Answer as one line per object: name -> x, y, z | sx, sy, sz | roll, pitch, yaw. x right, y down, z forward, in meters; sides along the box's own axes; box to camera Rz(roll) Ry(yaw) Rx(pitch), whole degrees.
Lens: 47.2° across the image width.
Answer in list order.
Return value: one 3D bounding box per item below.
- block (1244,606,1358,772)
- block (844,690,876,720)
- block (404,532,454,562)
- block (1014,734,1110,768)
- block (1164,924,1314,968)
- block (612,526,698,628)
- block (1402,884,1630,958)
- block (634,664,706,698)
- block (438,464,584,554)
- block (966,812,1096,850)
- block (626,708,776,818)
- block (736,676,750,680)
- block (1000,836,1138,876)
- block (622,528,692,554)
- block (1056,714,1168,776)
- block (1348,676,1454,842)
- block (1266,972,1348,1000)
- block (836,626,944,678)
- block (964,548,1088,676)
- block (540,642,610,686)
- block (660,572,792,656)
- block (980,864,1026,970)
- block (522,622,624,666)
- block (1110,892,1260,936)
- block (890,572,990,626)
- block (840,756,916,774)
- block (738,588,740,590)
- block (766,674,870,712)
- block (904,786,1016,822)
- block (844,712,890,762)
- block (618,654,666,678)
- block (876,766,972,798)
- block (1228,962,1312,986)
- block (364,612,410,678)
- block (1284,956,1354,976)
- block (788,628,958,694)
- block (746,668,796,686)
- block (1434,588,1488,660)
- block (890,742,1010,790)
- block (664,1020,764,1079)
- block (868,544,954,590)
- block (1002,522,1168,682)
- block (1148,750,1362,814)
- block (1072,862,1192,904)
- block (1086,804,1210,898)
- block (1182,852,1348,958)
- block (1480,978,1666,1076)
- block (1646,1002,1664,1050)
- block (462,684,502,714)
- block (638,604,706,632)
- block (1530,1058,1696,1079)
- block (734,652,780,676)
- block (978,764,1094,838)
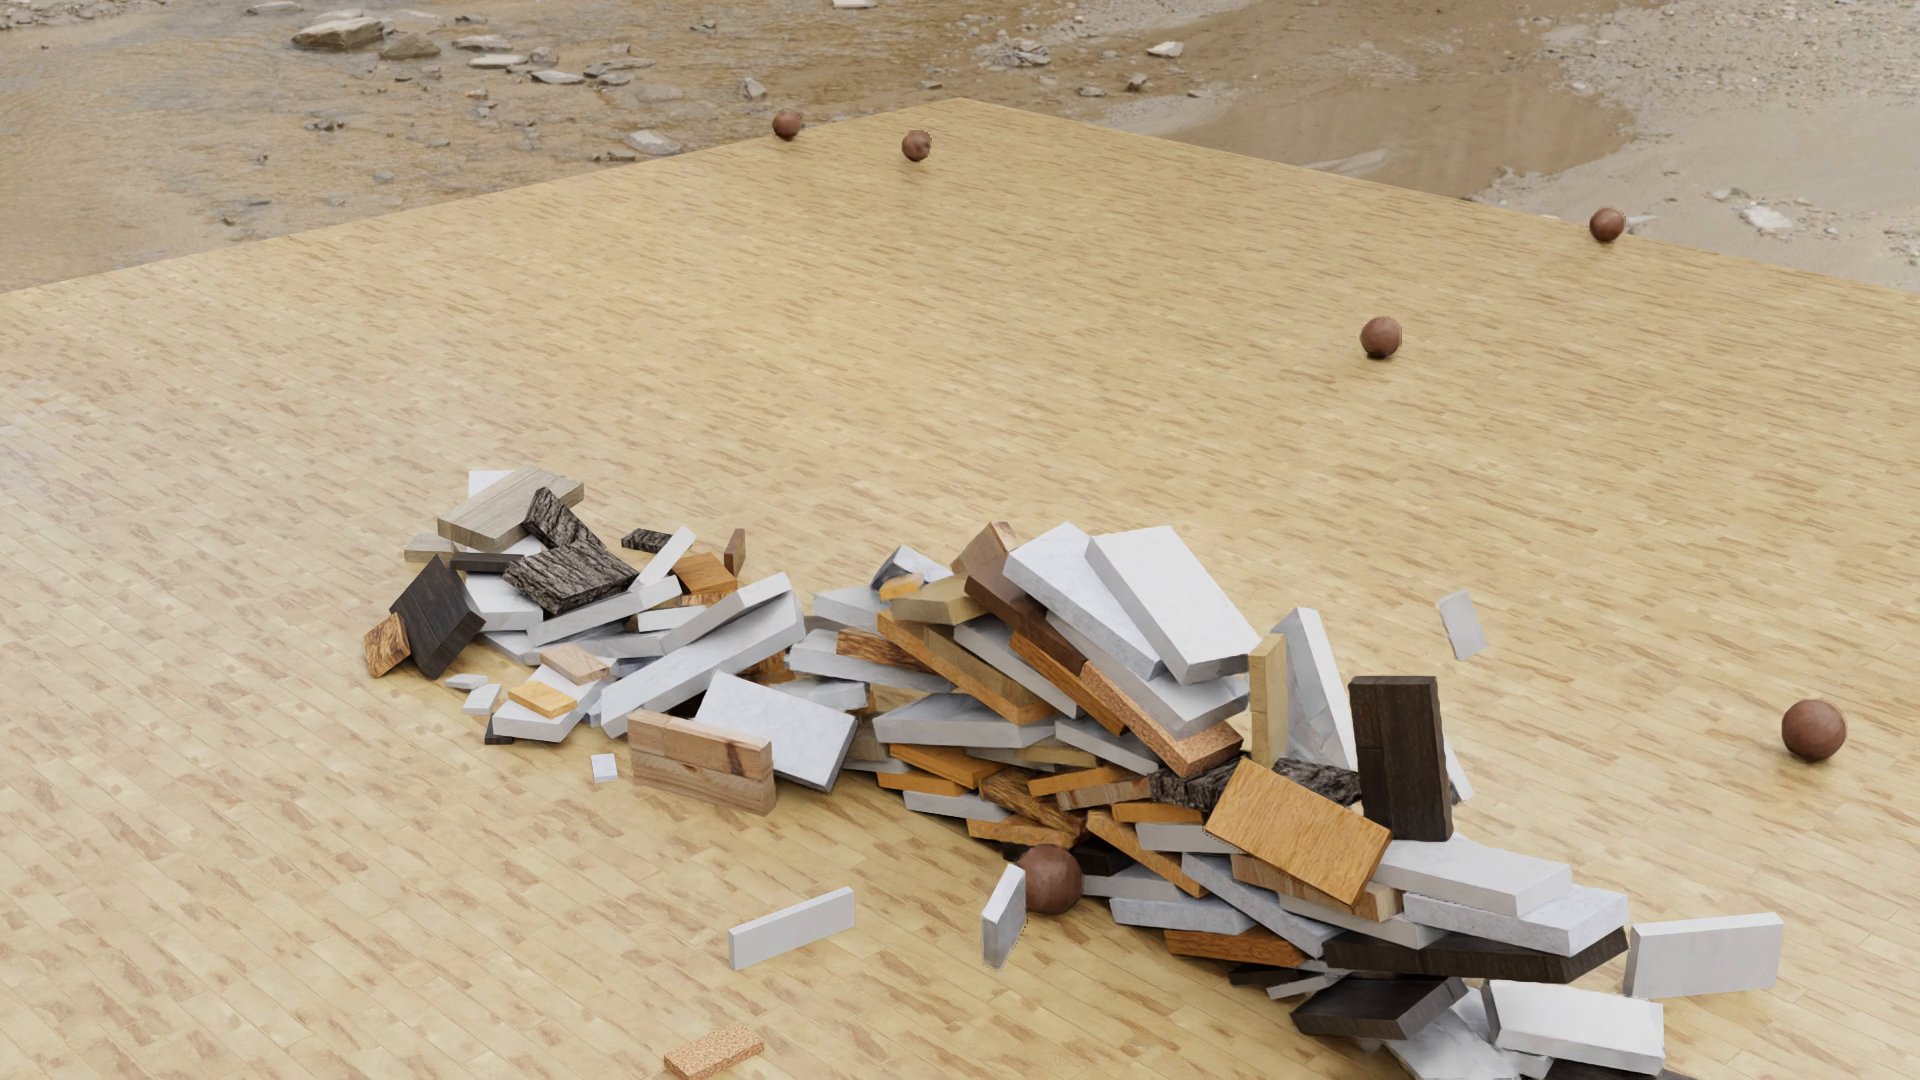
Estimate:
block -> 0.615, 0.315, 3.938 | 0.050, 0.177, 0.354 | 13, 47, -30
block -> -0.342, 0.360, 4.753 | 0.155, 0.044, 0.310 | -22, 16, -41
block -> -1.297, 0.022, 5.665 | 0.236, 0.033, 0.118 | 2, 23, 5
block -> 0.218, 0.387, 4.142 | 0.114, 0.032, 0.228 | -19, 12, -38
block -> 0.529, 0.693, 3.899 | 0.161, 0.046, 0.322 | -18, 6, -35
block -> -0.752, 0.097, 5.327 | 0.047, 0.165, 0.330 | 38, 25, -5
block -> 0.860, 0.571, 3.415 | 0.154, 0.044, 0.308 | -18, 14, -38
block -> -0.619, 0.303, 4.837 | 0.193, 0.096, 0.027 | -19, -20, 18
block -> -1.119, -0.079, 5.495 | 0.177, 0.050, 0.355 | 19, 32, 22
block -> 0.154, 0.549, 4.288 | 0.134, 0.038, 0.268 | -21, 14, -40
block -> -0.528, 0.453, 4.487 | 0.316, 0.158, 0.045 | 11, 30, 24
block -> -0.552, 0.302, 4.946 | 0.187, 0.027, 0.094 | -4, 16, 39
block -> 0.229, 0.586, 4.225 | 0.142, 0.040, 0.284 | -21, 14, -40
block -> -0.788, 0.007, 5.714 | 0.164, 0.023, 0.082 | 11, 25, 23
block -> 0.307, 0.364, 4.020 | 0.124, 0.035, 0.248 | -21, 30, -40
block -> 0.716, 0.355, 3.572 | 0.135, 0.270, 0.038 | -2, 16, 28
block -> 0.610, 0.762, 3.821 | 0.077, 0.022, 0.154 | -21, -6, -37
block -> -0.062, 0.232, 4.612 | 0.350, 0.050, 0.175 | 11, 13, 22
block -> 0.158, 0.131, 4.045 | 0.281, 0.040, 0.140 | 37, 42, 24
block -> -0.857, 0.276, 4.892 | 0.081, 0.023, 0.162 | -19, 29, -36
block -> -0.511, 0.162, 4.789 | 0.297, 0.042, 0.149 | -31, -5, 42
block -> 0.076, 0.647, 3.767 | 0.030, 0.211, 0.106 | 23, 61, 16
block -> -0.898, 0.240, 5.112 | 0.107, 0.030, 0.214 | -5, 14, 43
block -> 0.440, 0.657, 4.003 | 0.161, 0.046, 0.322 | -19, 7, -37
block -> -0.006, 0.112, 4.267 | 0.161, 0.046, 0.321 | -19, 7, -20
block -> -0.161, 0.444, 4.584 | 0.118, 0.034, 0.237 | -22, 14, -41
block -> -0.502, 0.156, 5.363 | 0.166, 0.024, 0.083 | 11, 25, 24
block -> -0.349, 0.338, 4.648 | 0.310, 0.044, 0.155 | -11, 12, 2
block -> 0.026, 0.512, 4.412 | 0.134, 0.038, 0.268 | -21, 15, -40
block -> -0.214, 0.408, 4.625 | 0.155, 0.044, 0.310 | -21, 14, -40
block -> -0.632, 0.267, 4.941 | 0.333, 0.027, 0.096 | -7, 14, 29
block -> -0.047, 0.477, 4.476 | 0.118, 0.034, 0.237 | -21, 15, -40
block -> 0.555, 0.754, 3.865 | 0.154, 0.022, 0.077 | -16, 3, 45
block -> -1.328, 0.242, 5.094 | 0.096, 0.027, 0.193 | -37, 29, -2
block -> 0.629, 0.714, 3.768 | 0.077, 0.022, 0.154 | -18, 6, -33
block -> -0.169, 0.258, 4.676 | 0.350, 0.050, 0.175 | 9, 12, 12
block -> -0.459, 0.322, 4.866 | 0.187, 0.027, 0.094 | -14, 7, 46
block -> 0.809, 0.137, 3.545 | 0.053, 0.105, 0.015 | -25, 16, -3
block -> -0.017, 0.431, 4.425 | 0.118, 0.034, 0.237 | -21, 27, -41
block -> -0.414, 0.863, 3.699 | 0.151, 0.021, 0.076 | -18, 29, -36
block -> -0.092, 0.094, 4.676 | 0.155, 0.044, 0.310 | 29, -15, -5
block -> 0.264, 0.107, 3.959 | 0.346, 0.049, 0.173 | 37, 41, 25
block -> 0.505, 0.424, 3.783 | 0.170, 0.048, 0.340 | -18, 14, -36
block -> 0.356, 0.624, 4.099 | 0.142, 0.040, 0.284 | -19, 7, -37
block -> 0.383, 0.549, 4.026 | 0.142, 0.040, 0.284 | -19, 33, -37
block -> 0.557, 0.603, 3.826 | 0.161, 0.046, 0.322 | -18, 32, -35
block -> 0.991, 0.783, 3.563 | 0.271, 0.038, 0.135 | 11, 29, -3
block -> 1.063, 0.826, 3.765 | 0.266, 0.038, 0.133 | 6, 24, 14
block -> -1.065, 0.355, 4.903 | 0.059, 0.017, 0.118 | 1, 23, 2
block -> -0.672, 0.179, 5.123 | 0.153, 0.043, 0.307 | -6, 0, -8
block -> 1.072, 0.888, 3.510 | 0.289, 0.041, 0.144 | 14, 27, 30
block -> -0.500, 0.276, 4.880 | 0.187, 0.027, 0.094 | -5, 15, 36
block -> 0.179, 0.494, 4.242 | 0.134, 0.038, 0.268 | -21, 26, -39
